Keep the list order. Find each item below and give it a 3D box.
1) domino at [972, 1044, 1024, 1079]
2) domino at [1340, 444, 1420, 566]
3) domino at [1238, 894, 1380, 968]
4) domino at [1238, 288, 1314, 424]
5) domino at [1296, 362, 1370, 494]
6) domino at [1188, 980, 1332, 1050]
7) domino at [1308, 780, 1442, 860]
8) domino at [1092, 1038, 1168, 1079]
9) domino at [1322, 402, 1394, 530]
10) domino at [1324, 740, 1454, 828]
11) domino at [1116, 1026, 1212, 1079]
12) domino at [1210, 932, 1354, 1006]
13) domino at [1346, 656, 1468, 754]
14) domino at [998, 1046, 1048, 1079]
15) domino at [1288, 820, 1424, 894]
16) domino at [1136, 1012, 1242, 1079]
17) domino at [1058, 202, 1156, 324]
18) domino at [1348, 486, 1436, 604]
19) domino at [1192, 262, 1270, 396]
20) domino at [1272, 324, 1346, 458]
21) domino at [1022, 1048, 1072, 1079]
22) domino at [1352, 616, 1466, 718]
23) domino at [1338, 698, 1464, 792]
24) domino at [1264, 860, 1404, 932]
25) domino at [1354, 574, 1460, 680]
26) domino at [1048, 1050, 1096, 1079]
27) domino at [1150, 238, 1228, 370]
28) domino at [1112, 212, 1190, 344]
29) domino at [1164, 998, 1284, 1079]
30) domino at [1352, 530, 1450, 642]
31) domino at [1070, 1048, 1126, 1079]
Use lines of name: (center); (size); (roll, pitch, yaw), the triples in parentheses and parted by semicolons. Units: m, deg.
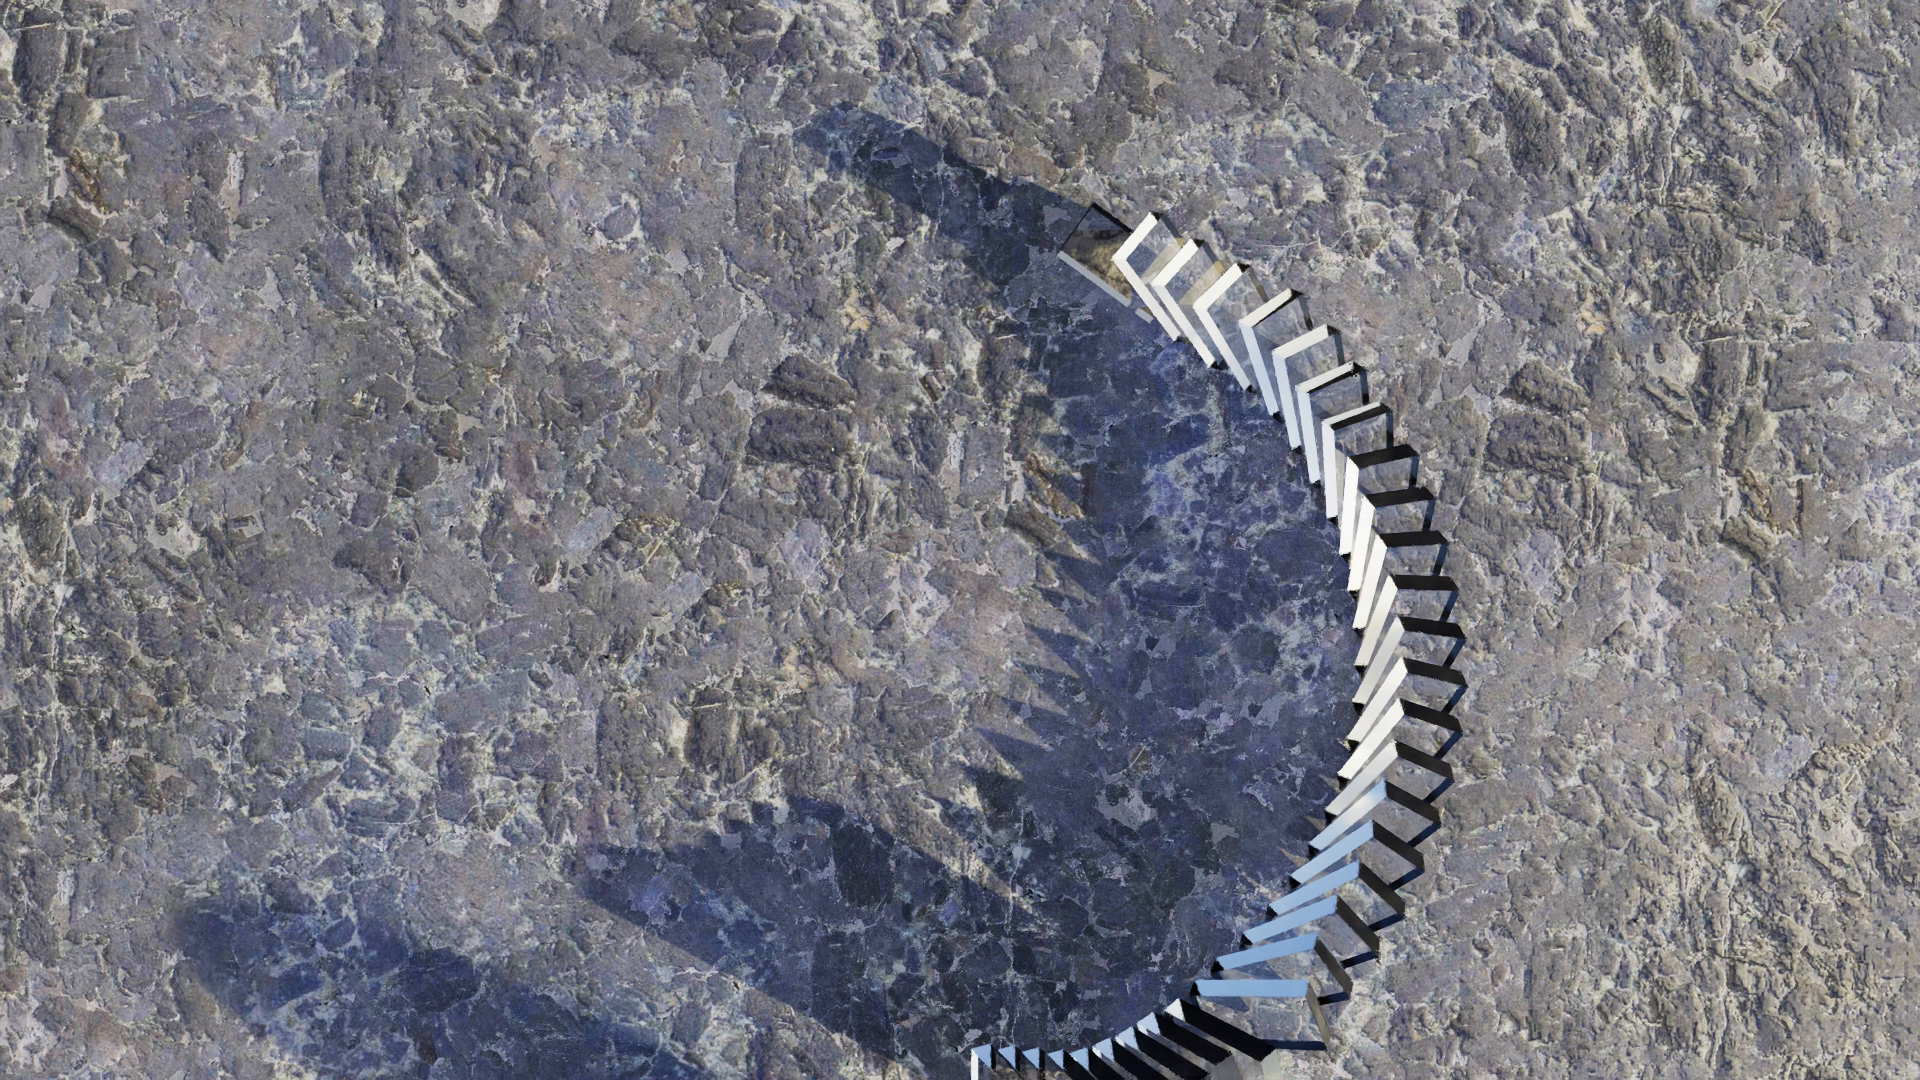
domino: (0.020, 0.232, 0.375); (0.010, 0.050, 0.025); (0, 90, -26)
domino: (0.174, -0.014, 0.382); (0.025, 0.010, 0.050); (-13, 125, 0)
domino: (0.145, 0.168, 0.382); (0.025, 0.009, 0.050); (46, 126, 0)
domino: (0.136, -0.076, 0.382); (0.025, 0.010, 0.050); (-34, 125, -1)
domino: (0.157, -0.046, 0.382); (0.025, 0.010, 0.050); (-24, 124, 0)
domino: (0.124, 0.197, 0.381); (0.050, 0.009, 0.025); (-19, 97, 34)
domino: (0.171, 0.123, 0.382); (0.025, 0.009, 0.050); (29, 126, 0)
domino: (0.074, 0.228, 0.375); (0.009, 0.050, 0.025); (-10, 90, -26)
domino: (0.166, -0.030, 0.382); (0.025, 0.010, 0.050); (-19, 124, 0)
domino: (0.178, 0.107, 0.382); (0.025, 0.009, 0.050); (24, 125, 0)
domino: (0.085, 0.223, 0.376); (0.009, 0.050, 0.025); (-14, 90, -26)
domino: (0.133, 0.182, 0.382); (0.050, 0.009, 0.025); (-36, 90, 36)
domino: (0.185, 0.073, 0.382); (0.025, 0.010, 0.050); (14, 126, 0)
domino: (0.031, 0.233, 0.375); (0.009, 0.050, 0.025); (0, 90, -26)
domino: (0.164, 0.139, 0.382); (0.025, 0.009, 0.050); (34, 126, 0)
domino: (0.095, 0.216, 0.376); (0.009, 0.050, 0.025); (-18, 90, -27)
domino: (0.070, -0.119, 0.395); (0.050, 0.009, 0.025); (36, 90, 0)
domino: (0.179, 0.003, 0.382); (0.025, 0.010, 0.050); (-8, 126, 0)
domino: (0.120, -0.087, 0.383); (0.025, 0.010, 0.050); (-44, 122, 0)
domino: (0.148, -0.061, 0.382); (0.025, 0.010, 0.050); (-27, 124, 0)
domino: (0.041, 0.234, 0.375); (0.009, 0.050, 0.025); (0, 90, -26)
domino: (0.186, 0.055, 0.382); (0.025, 0.009, 0.050); (8, 126, 0)
domino: (0.182, 0.090, 0.382); (0.025, 0.009, 0.050); (19, 126, 0)
domino: (0.155, 0.155, 0.382); (0.025, 0.009, 0.050); (42, 126, 0)
domino: (0.185, 0.037, 0.382); (0.025, 0.010, 0.050); (2, 126, 0)
domino: (0.052, 0.235, 0.375); (0.010, 0.050, 0.025); (0, 90, -26)
domino: (0.103, -0.098, 0.382); (0.025, 0.010, 0.050); (-48, 122, -1)
domino: (0.088, -0.109, 0.382); (0.025, 0.009, 0.050); (-50, 122, -2)
domino: (0.108, 0.211, 0.375); (0.010, 0.050, 0.025); (-20, 99, -32)
domino: (0.183, 0.020, 0.382); (0.025, 0.009, 0.050); (-4, 125, 0)
domino: (0.063, 0.234, 0.375); (0.009, 0.050, 0.025); (-3, 90, -26)
